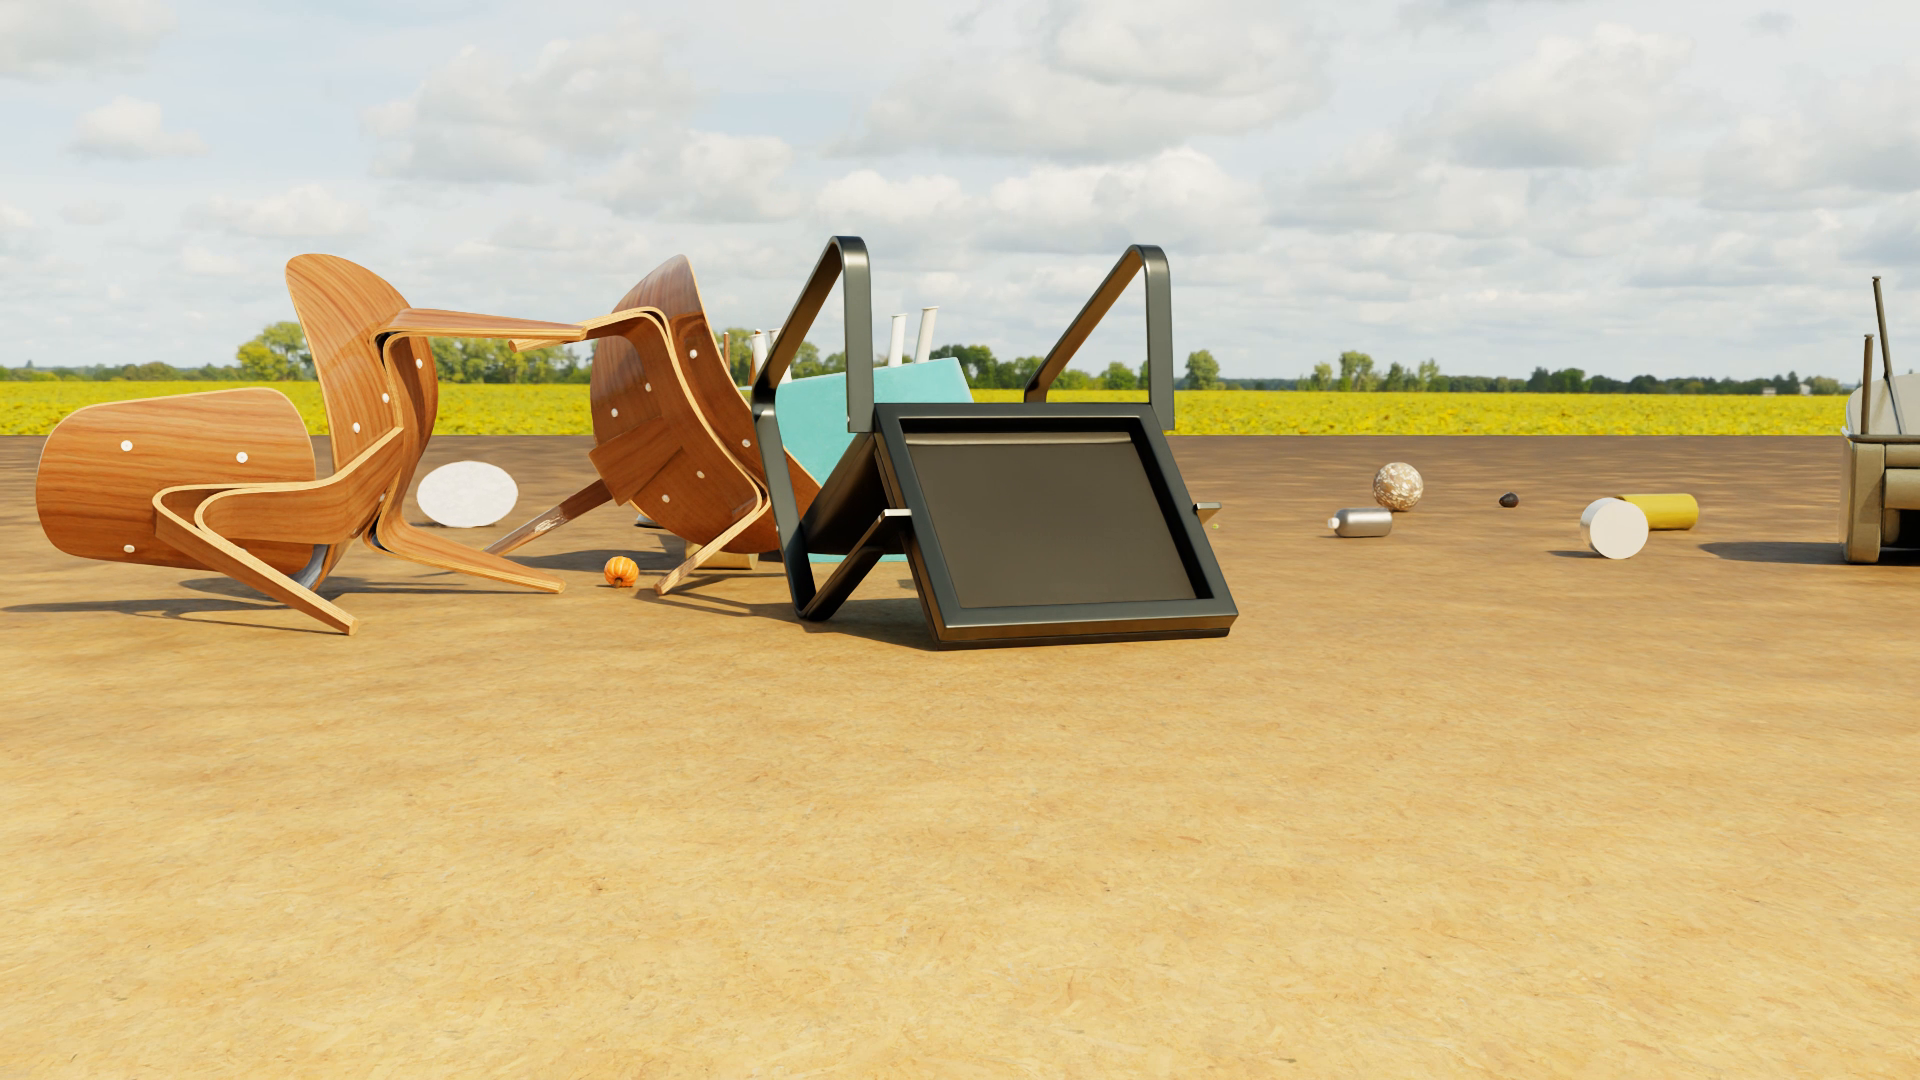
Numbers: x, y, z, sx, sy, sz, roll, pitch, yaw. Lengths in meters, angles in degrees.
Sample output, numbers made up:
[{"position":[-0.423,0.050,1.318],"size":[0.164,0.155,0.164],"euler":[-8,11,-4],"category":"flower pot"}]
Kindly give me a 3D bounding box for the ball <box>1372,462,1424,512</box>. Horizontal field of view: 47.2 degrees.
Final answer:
[{"position":[1.602,-0.194,8.050],"size":[0.182,0.182,0.182],"euler":[0,4,0],"category":"ball"}]

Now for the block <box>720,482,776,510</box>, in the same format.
[{"position":[-0.800,-0.171,8.331],"size":[0.143,0.096,0.181],"euler":[2,4,21],"category":"block"}]

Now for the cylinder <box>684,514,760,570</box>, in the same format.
[{"position":[-0.593,0.005,5.487],"size":[0.159,0.135,0.137],"euler":[0,45,6],"category":"cylinder"}]

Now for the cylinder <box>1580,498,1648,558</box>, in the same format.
[{"position":[1.751,-0.032,5.893],"size":[0.150,0.155,0.175],"euler":[20,5,6],"category":"cylinder"}]

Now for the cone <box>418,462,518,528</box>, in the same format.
[{"position":[-1.605,-0.103,7.272],"size":[0.331,0.244,0.212],"euler":[4,-26,3],"category":"cone"}]

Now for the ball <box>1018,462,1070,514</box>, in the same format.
[{"position":[0.305,-0.189,7.927],"size":[0.188,0.188,0.188],"euler":[0,4,0],"category":"ball"}]

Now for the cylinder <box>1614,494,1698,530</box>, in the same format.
[{"position":[2.199,-0.086,6.980],"size":[0.256,0.113,0.116],"euler":[-1,5,-18],"category":"cylinder"}]
